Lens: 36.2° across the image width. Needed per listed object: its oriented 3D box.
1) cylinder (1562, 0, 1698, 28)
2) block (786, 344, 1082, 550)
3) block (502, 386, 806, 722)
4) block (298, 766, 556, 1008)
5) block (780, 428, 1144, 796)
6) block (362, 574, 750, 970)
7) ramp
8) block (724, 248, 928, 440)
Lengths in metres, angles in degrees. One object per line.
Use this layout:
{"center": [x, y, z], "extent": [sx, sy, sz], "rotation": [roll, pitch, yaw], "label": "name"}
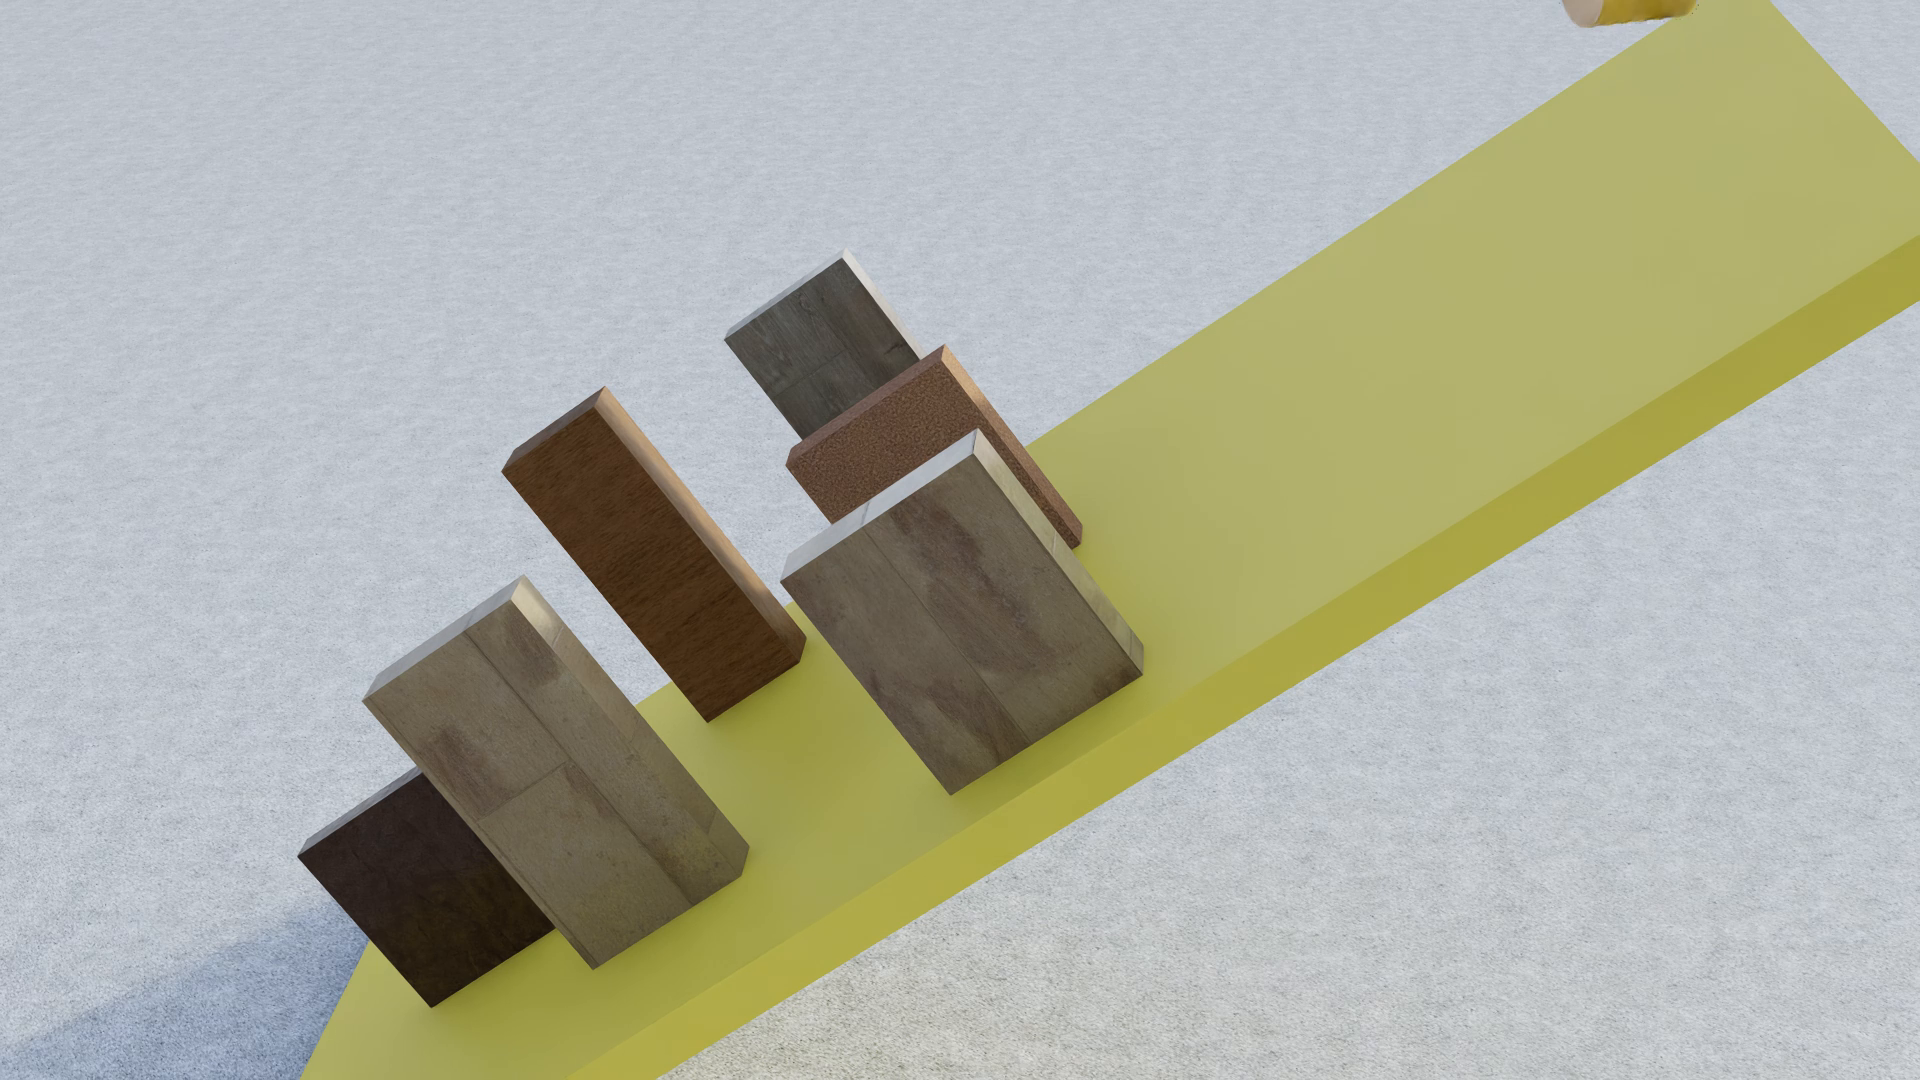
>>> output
{"center": [1.254, -1.070, 5.510], "extent": [0.198, 0.198, 0.198], "rotation": [-9, 23, -14], "label": "cylinder"}
{"center": [-0.054, -0.096, 6.363], "extent": [0.417, 0.509, 0.109], "rotation": [-33, 16, 16], "label": "block"}
{"center": [-0.715, 0.038, 6.940], "extent": [0.279, 0.780, 0.148], "rotation": [-33, 16, 16], "label": "block"}
{"center": [-1.149, 0.746, 6.470], "extent": [0.402, 0.460, 0.082], "rotation": [-33, 16, 16], "label": "block"}
{"center": [0.007, 0.139, 5.504], "extent": [0.444, 0.534, 0.136], "rotation": [-33, 16, 16], "label": "block"}
{"center": [-0.814, 0.477, 5.969], "extent": [0.390, 0.741, 0.130], "rotation": [-33, 16, 16], "label": "block"}
{"center": [0.132, 0.176, 6.313], "extent": [4.000, 0.100, 2.000], "rotation": [-33, 16, 16], "label": "ramp"}
{"center": [-0.200, -0.305, 6.928], "extent": [0.347, 0.702, 0.084], "rotation": [-33, 16, 16], "label": "block"}
